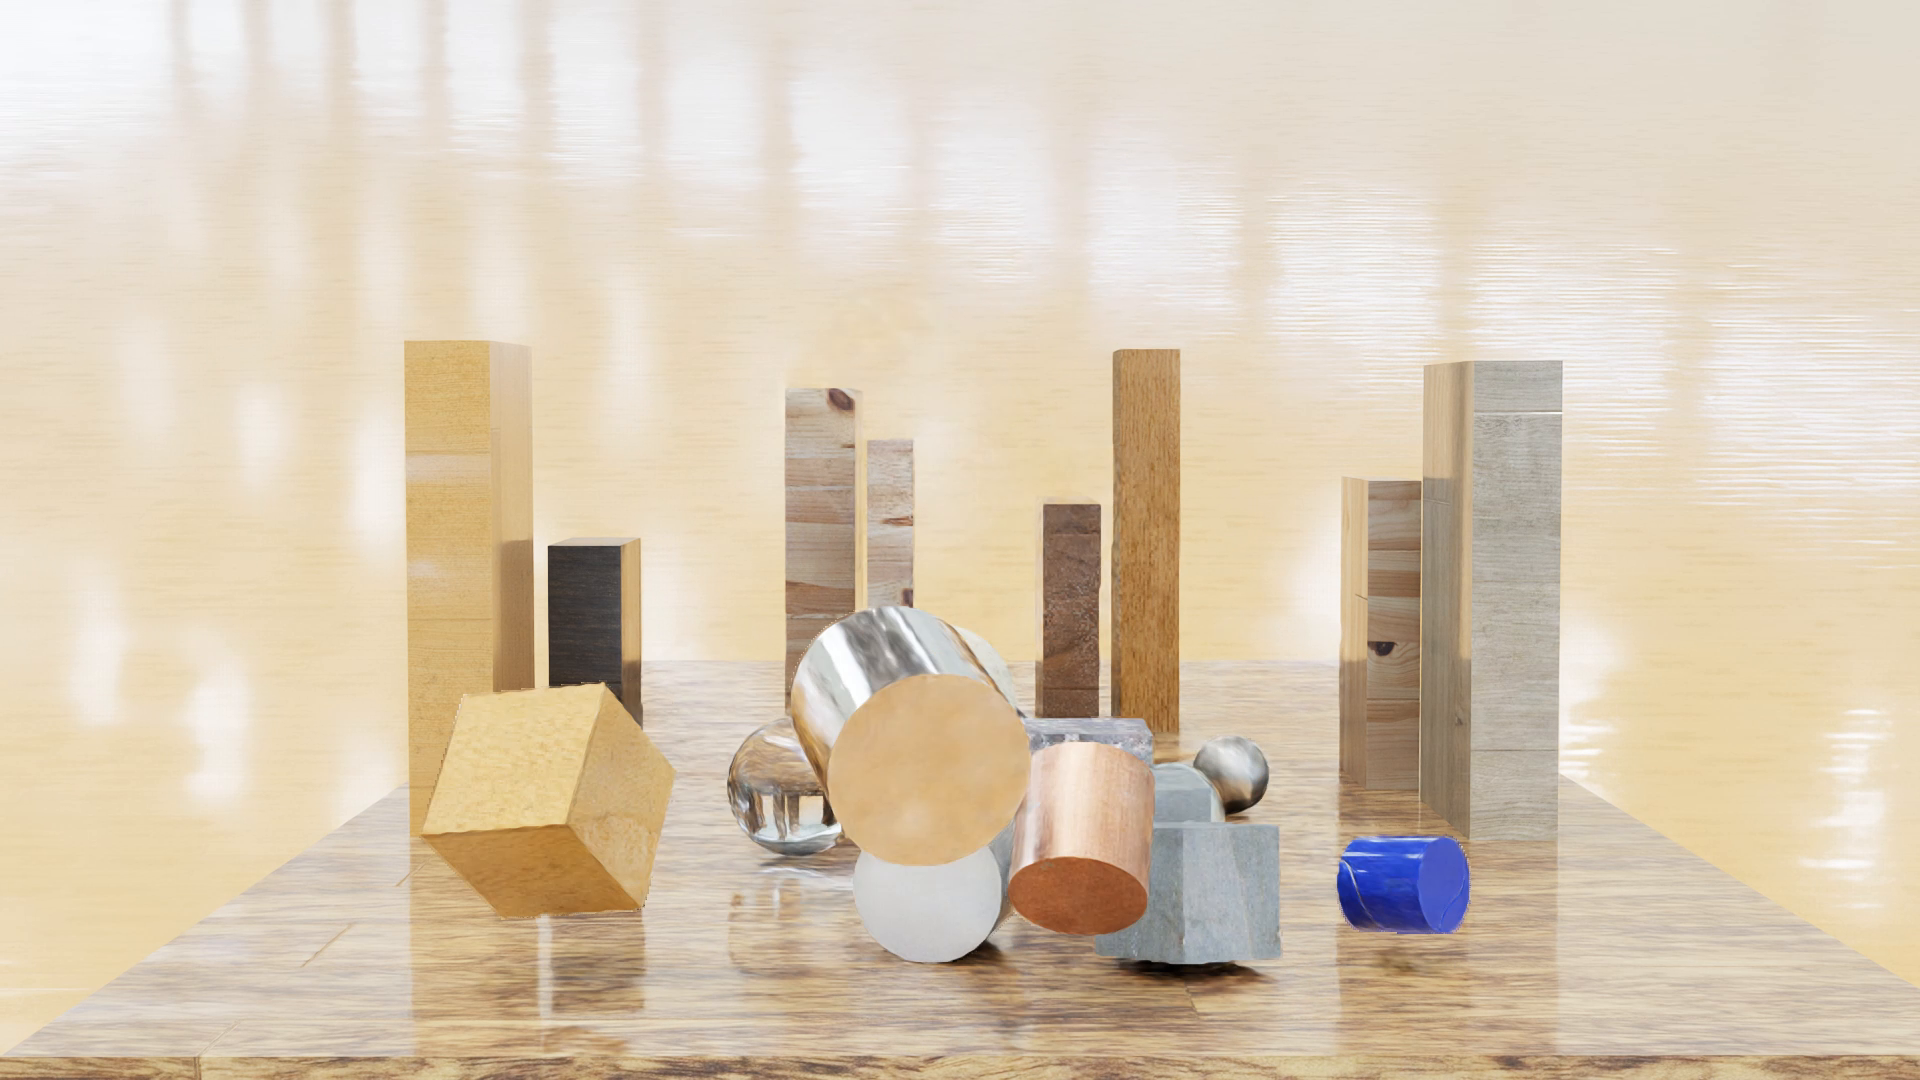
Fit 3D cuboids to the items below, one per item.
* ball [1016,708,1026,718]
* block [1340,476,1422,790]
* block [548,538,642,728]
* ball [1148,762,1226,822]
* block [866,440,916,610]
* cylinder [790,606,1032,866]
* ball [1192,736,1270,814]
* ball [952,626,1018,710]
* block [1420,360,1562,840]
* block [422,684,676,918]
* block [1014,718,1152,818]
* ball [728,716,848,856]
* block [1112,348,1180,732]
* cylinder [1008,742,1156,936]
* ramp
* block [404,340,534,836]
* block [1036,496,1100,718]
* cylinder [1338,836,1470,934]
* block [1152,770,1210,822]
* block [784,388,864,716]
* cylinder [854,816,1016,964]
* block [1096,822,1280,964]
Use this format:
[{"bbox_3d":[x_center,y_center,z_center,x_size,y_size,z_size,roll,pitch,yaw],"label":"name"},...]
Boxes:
[{"bbox_3d":[0.043,0.332,4.115,0.161,0.161,0.161,0,22,0],"label":"ball"},{"bbox_3d":[0.722,0.152,4.431,0.089,0.518,0.301,0,3,0],"label":"block"},{"bbox_3d":[-0.650,0.203,4.599,0.126,0.402,0.290,0,3,0],"label":"block"},{"bbox_3d":[0.286,0.374,3.490,0.146,0.146,0.146,0,22,0],"label":"ball"},{"bbox_3d":[-0.123,0.109,4.672,0.080,0.581,0.285,0,3,0],"label":"block"},{"bbox_3d":[-0.053,0.193,2.575,0.202,0.202,0.202,-5,18,-13],"label":"cylinder"},{"bbox_3d":[0.426,0.370,4.055,0.122,0.122,0.122,0,22,0],"label":"ball"},{"bbox_3d":[-0.028,0.207,3.264,0.201,0.201,0.201,0,22,0],"label":"ball"},{"bbox_3d":[0.817,0.080,3.982,0.130,0.708,0.408,0,3,0],"label":"block"},{"bbox_3d":[-0.460,0.296,2.903,0.182,0.182,0.182,-7,50,22],"label":"block"},{"bbox_3d":[0.172,0.357,3.653,0.188,0.188,0.188,0,3,0],"label":"block"},{"bbox_3d":[-0.232,0.351,3.667,0.200,0.200,0.200,0,22,0],"label":"ball"},{"bbox_3d":[0.374,-0.005,5.197,0.117,0.755,0.276,0,3,0],"label":"block"},{"bbox_3d":[0.130,0.316,2.716,0.146,0.146,0.146,3,49,6],"label":"cylinder"},{"bbox_3d":[0.050,0.457,4.533,2.000,0.100,4.000,0,3,0],"label":"ramp"},{"bbox_3d":[-0.759,0.064,4.010,0.126,0.739,0.381,0,3,0],"label":"block"},{"bbox_3d":[0.179,0.174,4.332,0.092,0.486,0.381,0,3,0],"label":"block"},{"bbox_3d":[0.507,0.393,2.938,0.108,0.108,0.108,-5,13,43],"label":"cylinder"},{"bbox_3d":[0.224,0.387,3.263,0.166,0.166,0.166,0,3,-2],"label":"block"},{"bbox_3d":[-0.263,0.043,5.045,0.131,0.675,0.430,0,3,0],"label":"block"},{"bbox_3d":[-0.019,0.395,3.036,0.176,0.176,0.176,5,4,12],"label":"cylinder"},{"bbox_3d":[0.260,0.401,2.944,0.149,0.149,0.149,3,-5,-38],"label":"block"}]
